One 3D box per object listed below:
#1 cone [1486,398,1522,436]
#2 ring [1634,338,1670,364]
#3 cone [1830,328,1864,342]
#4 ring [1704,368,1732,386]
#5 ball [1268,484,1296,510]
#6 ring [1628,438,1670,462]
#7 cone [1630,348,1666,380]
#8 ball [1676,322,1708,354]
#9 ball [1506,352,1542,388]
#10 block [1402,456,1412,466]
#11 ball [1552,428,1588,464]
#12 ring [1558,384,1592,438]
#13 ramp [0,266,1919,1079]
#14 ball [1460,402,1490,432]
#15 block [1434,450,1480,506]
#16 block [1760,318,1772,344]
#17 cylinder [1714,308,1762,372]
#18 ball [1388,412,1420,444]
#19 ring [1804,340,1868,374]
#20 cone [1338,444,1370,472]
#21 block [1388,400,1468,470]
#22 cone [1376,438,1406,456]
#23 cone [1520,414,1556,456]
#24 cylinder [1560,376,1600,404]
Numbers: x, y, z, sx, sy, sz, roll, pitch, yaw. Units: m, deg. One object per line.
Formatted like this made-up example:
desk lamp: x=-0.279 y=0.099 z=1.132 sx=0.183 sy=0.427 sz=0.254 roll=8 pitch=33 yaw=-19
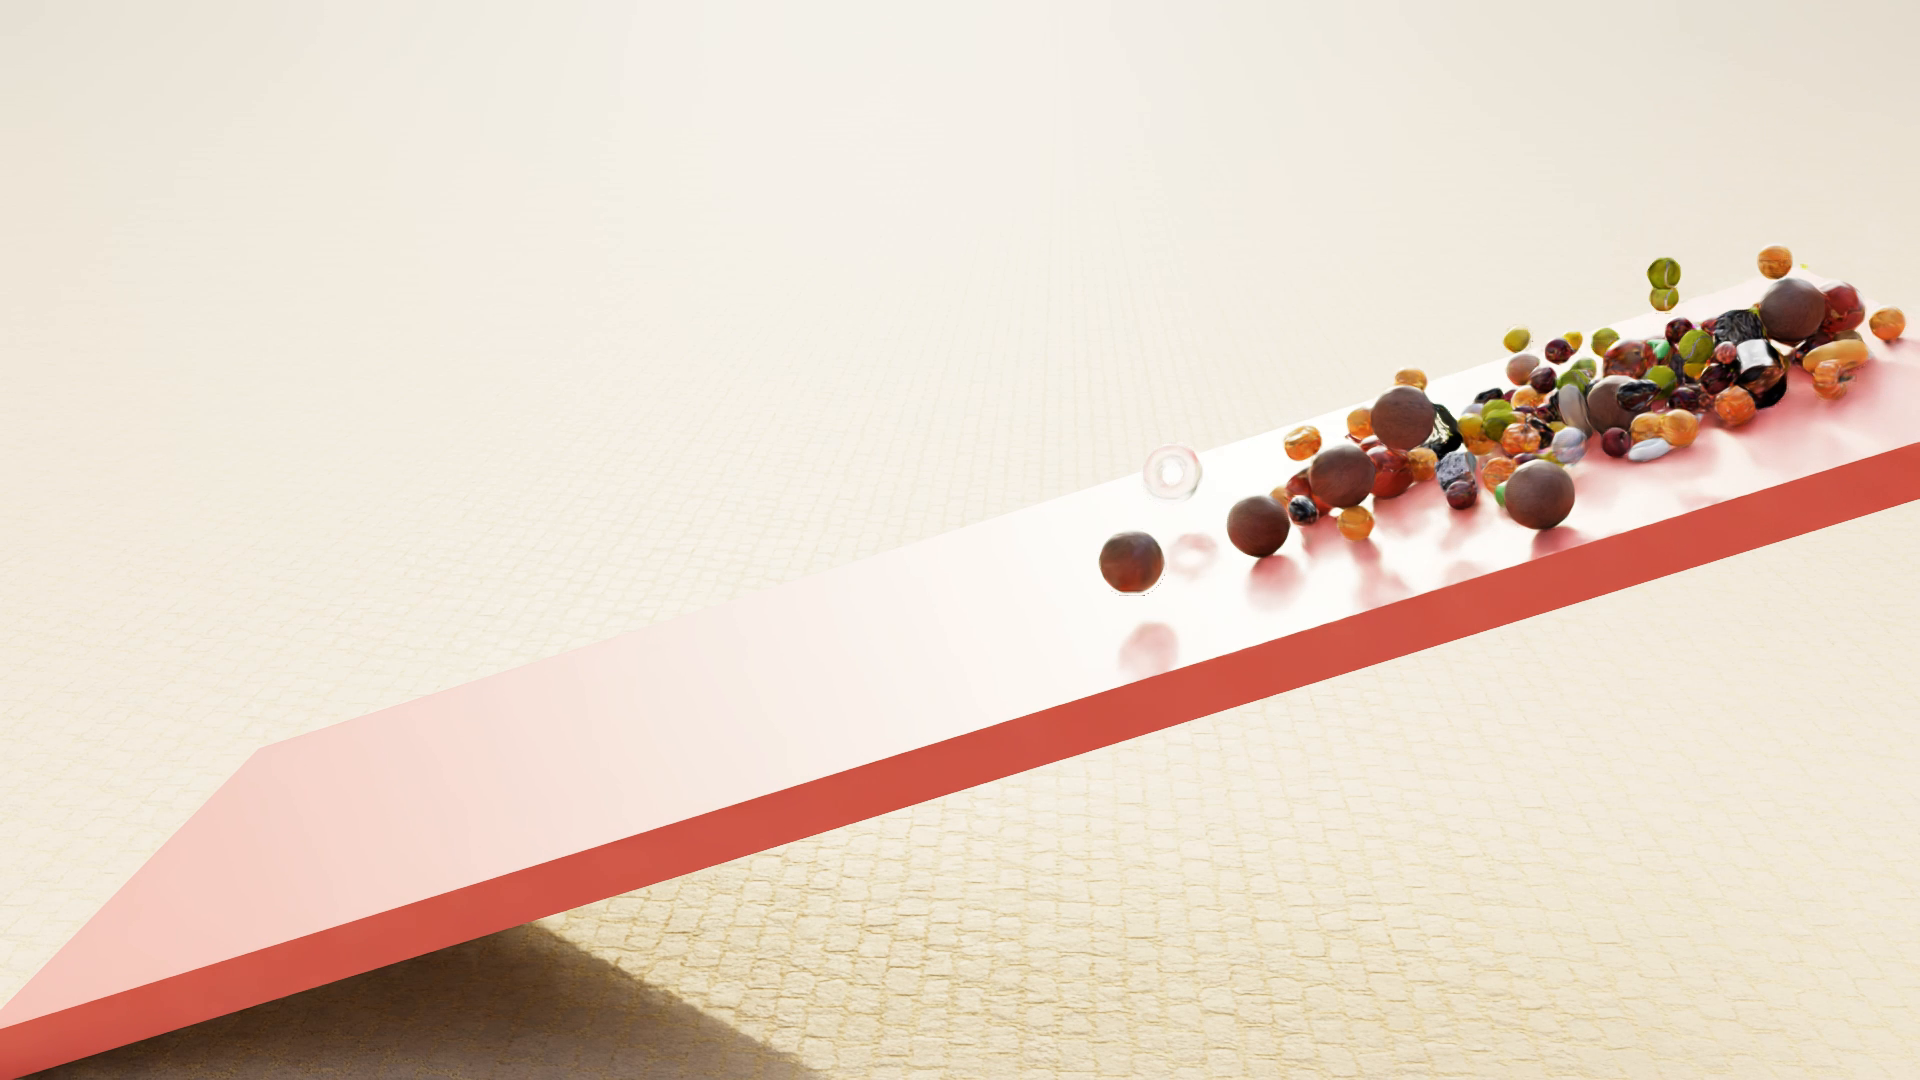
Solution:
cone: x=1.163 y=-0.253 z=6.366 sx=0.076 sy=0.076 sz=0.076 roll=-46 pitch=19 yaw=-3
ring: x=1.455 y=-0.397 z=6.184 sx=0.077 sy=0.026 sz=0.077 roll=-23 pitch=23 yaw=10
cone: x=1.796 y=-0.375 z=5.896 sx=0.079 sy=0.079 sz=0.079 roll=23 pitch=-5 yaw=-38
ring: x=1.585 y=-0.341 z=6.119 sx=0.079 sy=0.026 sz=0.079 roll=-18 pitch=11 yaw=4
ball: x=0.689 y=-0.092 z=6.293 sx=0.055 sy=0.055 sz=0.055 roll=0 pitch=12 yaw=0
ring: x=1.333 y=-0.174 z=5.692 sx=0.081 sy=0.027 sz=0.081 roll=-18 pitch=11 yaw=4
cone: x=1.508 y=-0.381 z=6.426 sx=0.074 sy=0.074 sz=0.074 roll=7 pitch=12 yaw=2
ball: x=1.615 y=-0.446 z=6.488 sx=0.069 sy=0.069 sz=0.069 roll=0 pitch=12 yaw=0
ball: x=1.287 y=-0.388 z=6.708 sx=0.083 sy=0.083 sz=0.083 roll=0 pitch=12 yaw=0
block: x=0.982 y=-0.195 z=6.318 sx=0.055 sy=0.055 sz=0.055 roll=-20 pitch=11 yaw=-7
ball: x=1.192 y=-0.184 z=5.747 sx=0.072 sy=0.072 sz=0.072 roll=0 pitch=12 yaw=0
ring: x=1.250 y=-0.258 z=5.976 sx=0.041 sy=0.122 sz=0.122 roll=-20 pitch=4 yaw=21
ramp: x=0.102 y=0.182 z=6.309 sx=4.000 sy=0.100 sz=2.000 roll=-17 pitch=10 yaw=5
ball: x=1.125 y=-0.268 z=6.424 sx=0.065 sy=0.065 sz=0.065 roll=0 pitch=12 yaw=0
block: x=0.986 y=-0.123 z=5.833 sx=0.064 sy=0.064 sz=0.064 roll=-23 pitch=38 yaw=15
block: x=1.694 y=-0.429 z=6.262 sx=0.055 sy=0.055 sz=0.055 roll=-16 pitch=29 yaw=15
cylinder: x=1.553 y=-0.396 z=5.863 sx=0.092 sy=0.092 sz=0.092 roll=-8 pitch=53 yaw=11
ball: x=0.911 y=-0.229 z=6.033 sx=0.065 sy=0.065 sz=0.065 roll=0 pitch=12 yaw=0
ring: x=1.710 y=-0.356 z=5.742 sx=0.126 sy=0.042 sz=0.126 roll=-10 pitch=-13 yaw=-2
cone: x=0.873 y=-0.173 z=6.446 sx=0.064 sy=0.064 sz=0.064 roll=19 pitch=21 yaw=36
block: x=0.987 y=-0.222 z=6.206 sx=0.099 sy=0.099 sz=0.099 roll=-51 pitch=26 yaw=-13
cone: x=0.893 y=-0.193 z=6.120 sx=0.054 sy=0.054 sz=0.054 roll=-15 pitch=12 yaw=1
cone: x=1.207 y=-0.210 z=6.052 sx=0.089 sy=0.089 sz=0.089 roll=9 pitch=12 yaw=1
cylinder: x=1.337 y=-0.320 z=6.346 sx=0.059 sy=0.059 sz=0.059 roll=-8 pitch=3 yaw=-35
